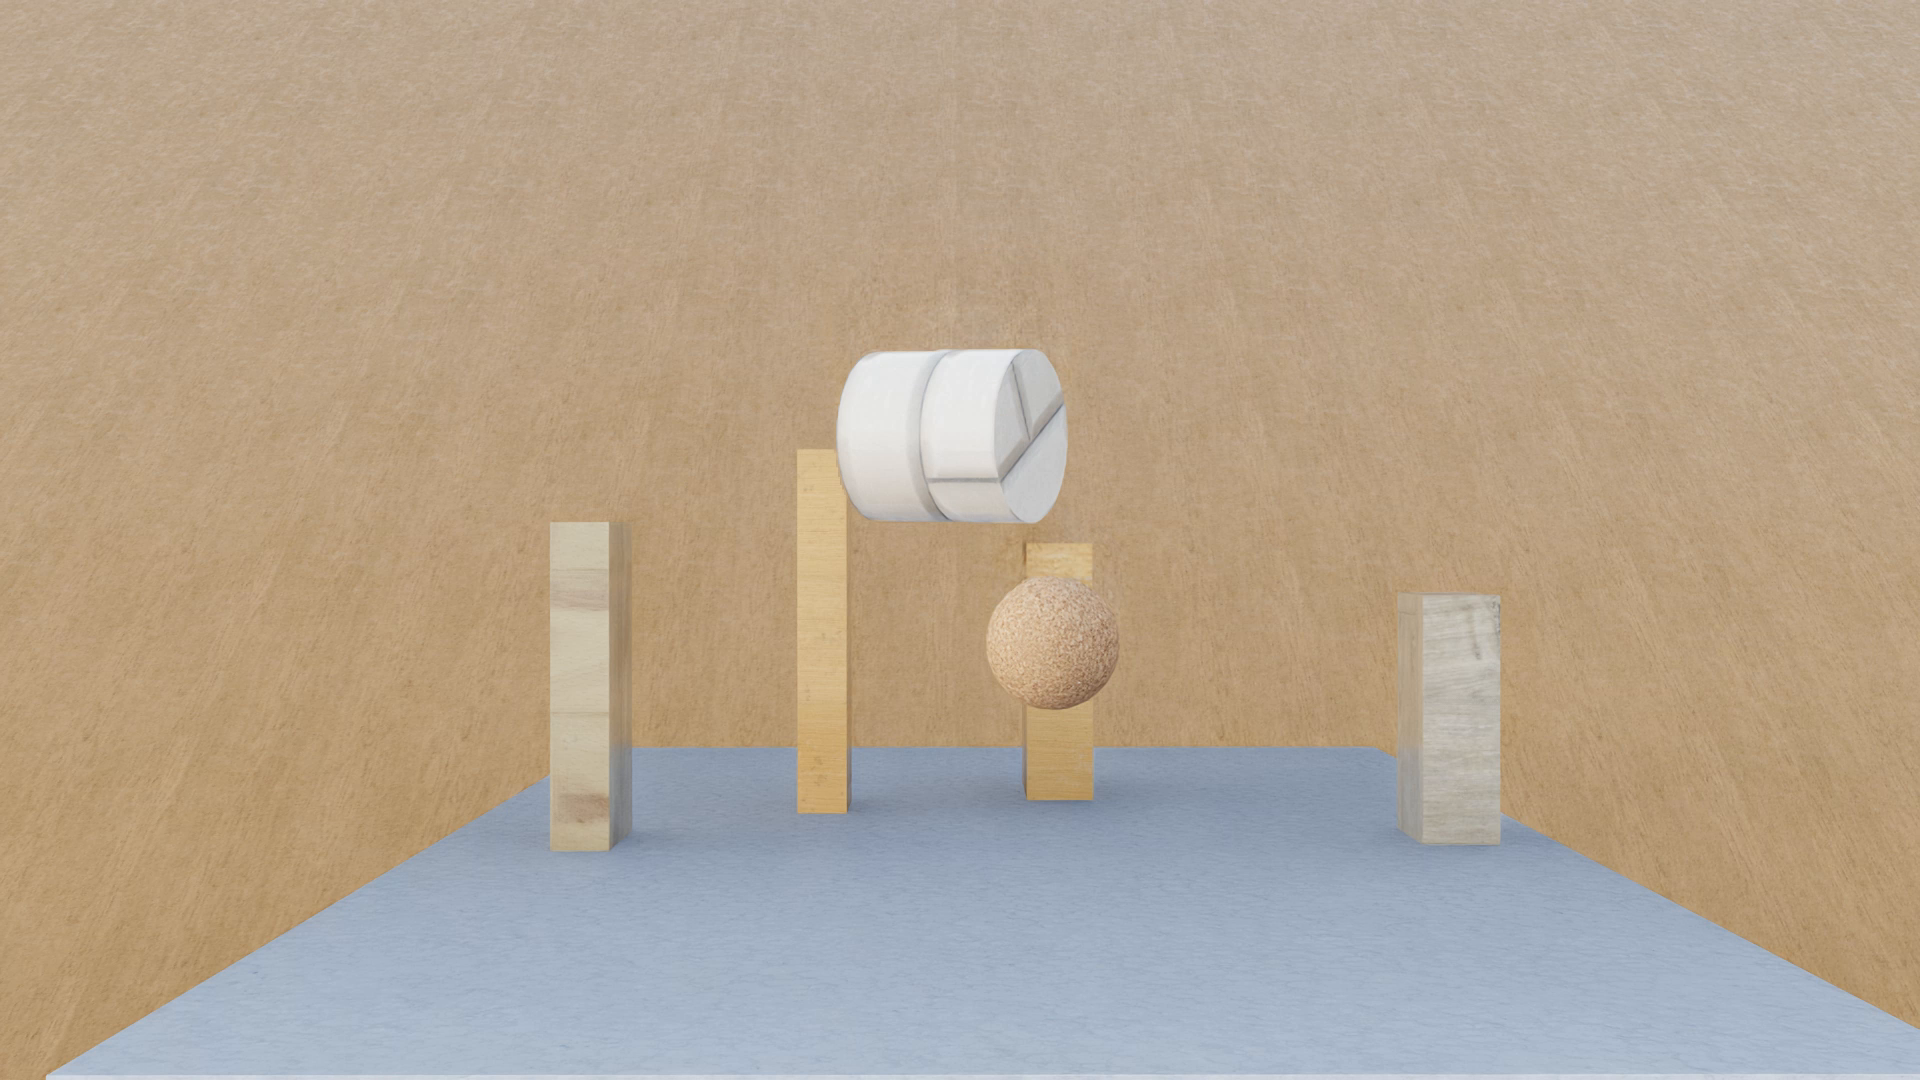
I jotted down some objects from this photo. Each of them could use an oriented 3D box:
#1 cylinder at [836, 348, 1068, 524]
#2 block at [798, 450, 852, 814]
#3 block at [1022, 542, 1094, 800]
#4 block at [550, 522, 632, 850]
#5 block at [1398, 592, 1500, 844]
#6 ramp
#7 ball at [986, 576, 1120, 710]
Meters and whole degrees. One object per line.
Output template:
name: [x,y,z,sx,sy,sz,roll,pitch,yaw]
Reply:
cylinder: [-0.006,-0.094,2.336,0.156,0.156,0.156,1,27,27]
block: [-0.272,0.179,5.208,0.097,0.716,0.246,0,0,0]
block: [0.206,0.271,5.530,0.136,0.529,0.398,0,0,0]
block: [-0.660,0.254,4.647,0.102,0.571,0.319,0,0,0]
block: [0.886,0.318,4.701,0.137,0.440,0.267,0,0,0]
ramp: [0.066,0.589,4.640,2.000,0.100,4.000,0,0,0]
ball: [0.110,0.122,3.069,0.159,0.159,0.159,0,29,0]
